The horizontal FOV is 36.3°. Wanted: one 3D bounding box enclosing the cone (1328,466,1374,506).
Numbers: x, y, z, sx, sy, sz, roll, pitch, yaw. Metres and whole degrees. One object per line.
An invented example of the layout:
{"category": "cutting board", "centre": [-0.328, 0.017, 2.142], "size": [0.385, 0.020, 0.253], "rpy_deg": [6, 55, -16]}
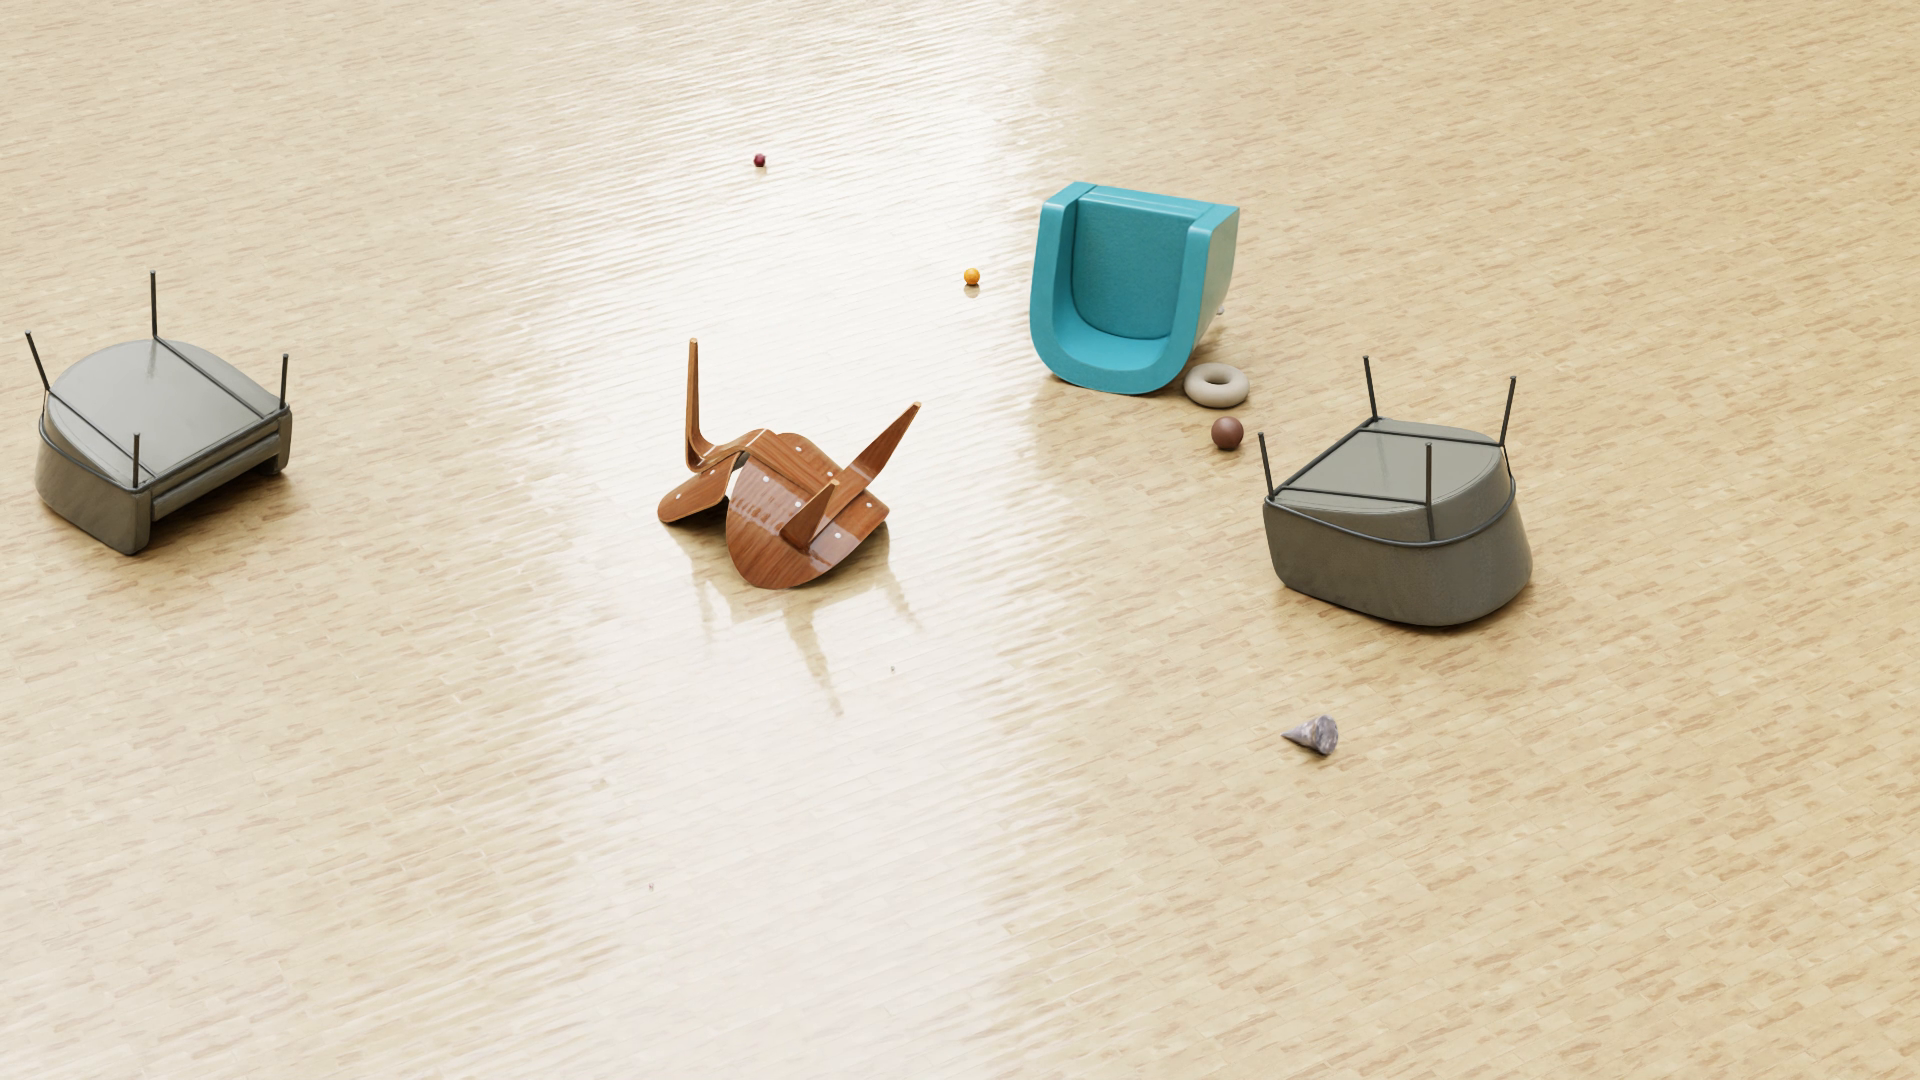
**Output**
{"category": "cone", "centre": [1.513, -0.169, 11.132], "size": [0.154, 0.168, 0.197], "rpy_deg": [32, 8, -6]}

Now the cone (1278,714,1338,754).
{"category": "cone", "centre": [1.155, 0.657, 9.887], "size": [0.185, 0.133, 0.157], "rpy_deg": [-3, -7, 36]}

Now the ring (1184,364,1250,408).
{"category": "ring", "centre": [1.033, -0.624, 11.810], "size": [0.272, 0.092, 0.264], "rpy_deg": [29, 42, 35]}

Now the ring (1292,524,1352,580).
{"category": "ring", "centre": [1.337, 0.041, 10.828], "size": [0.218, 0.060, 0.352], "rpy_deg": [-1, 33, -4]}
